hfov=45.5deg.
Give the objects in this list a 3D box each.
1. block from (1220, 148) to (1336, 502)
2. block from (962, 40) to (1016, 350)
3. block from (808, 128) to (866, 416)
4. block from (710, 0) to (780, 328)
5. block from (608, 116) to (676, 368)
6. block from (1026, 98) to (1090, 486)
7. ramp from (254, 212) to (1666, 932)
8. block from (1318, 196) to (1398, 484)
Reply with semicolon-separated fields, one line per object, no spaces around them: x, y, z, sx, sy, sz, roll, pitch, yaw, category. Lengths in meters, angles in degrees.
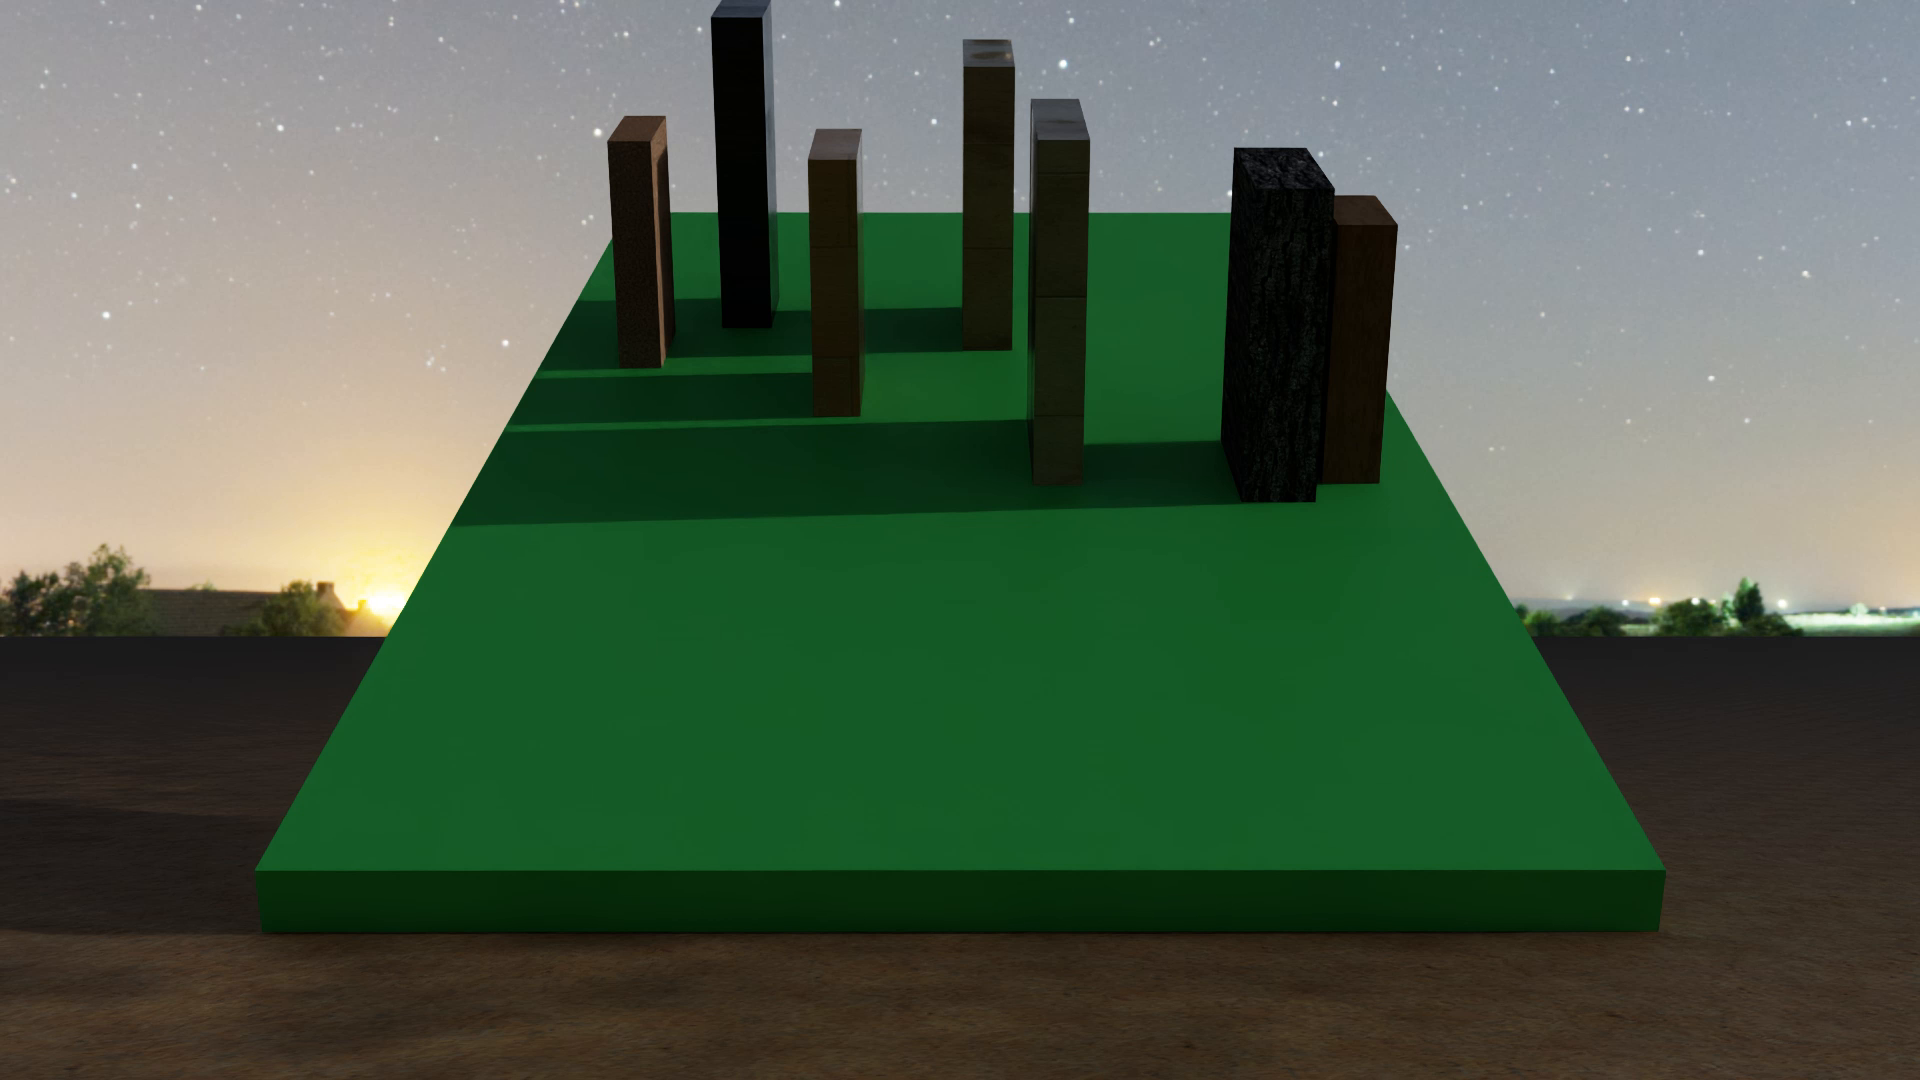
0.644;-0.446;4.689;0.150;0.642;0.384;0;21;0;block
0.067;-0.859;5.670;0.121;0.691;0.393;0;21;0;block
-0.276;-0.609;5.183;0.105;0.581;0.335;0;21;0;block
-0.539;-0.950;5.784;0.125;0.775;0.285;0;21;0;block
-0.764;-0.721;5.515;0.100;0.545;0.306;0;21;0;block
0.201;-0.525;4.787;0.102;0.716;0.429;0;21;0;block
-0.006;-0.218;5.121;2.000;0.100;4.000;0;21;0;ramp
0.808;-0.418;4.754;0.118;0.545;0.261;0;21;0;block
